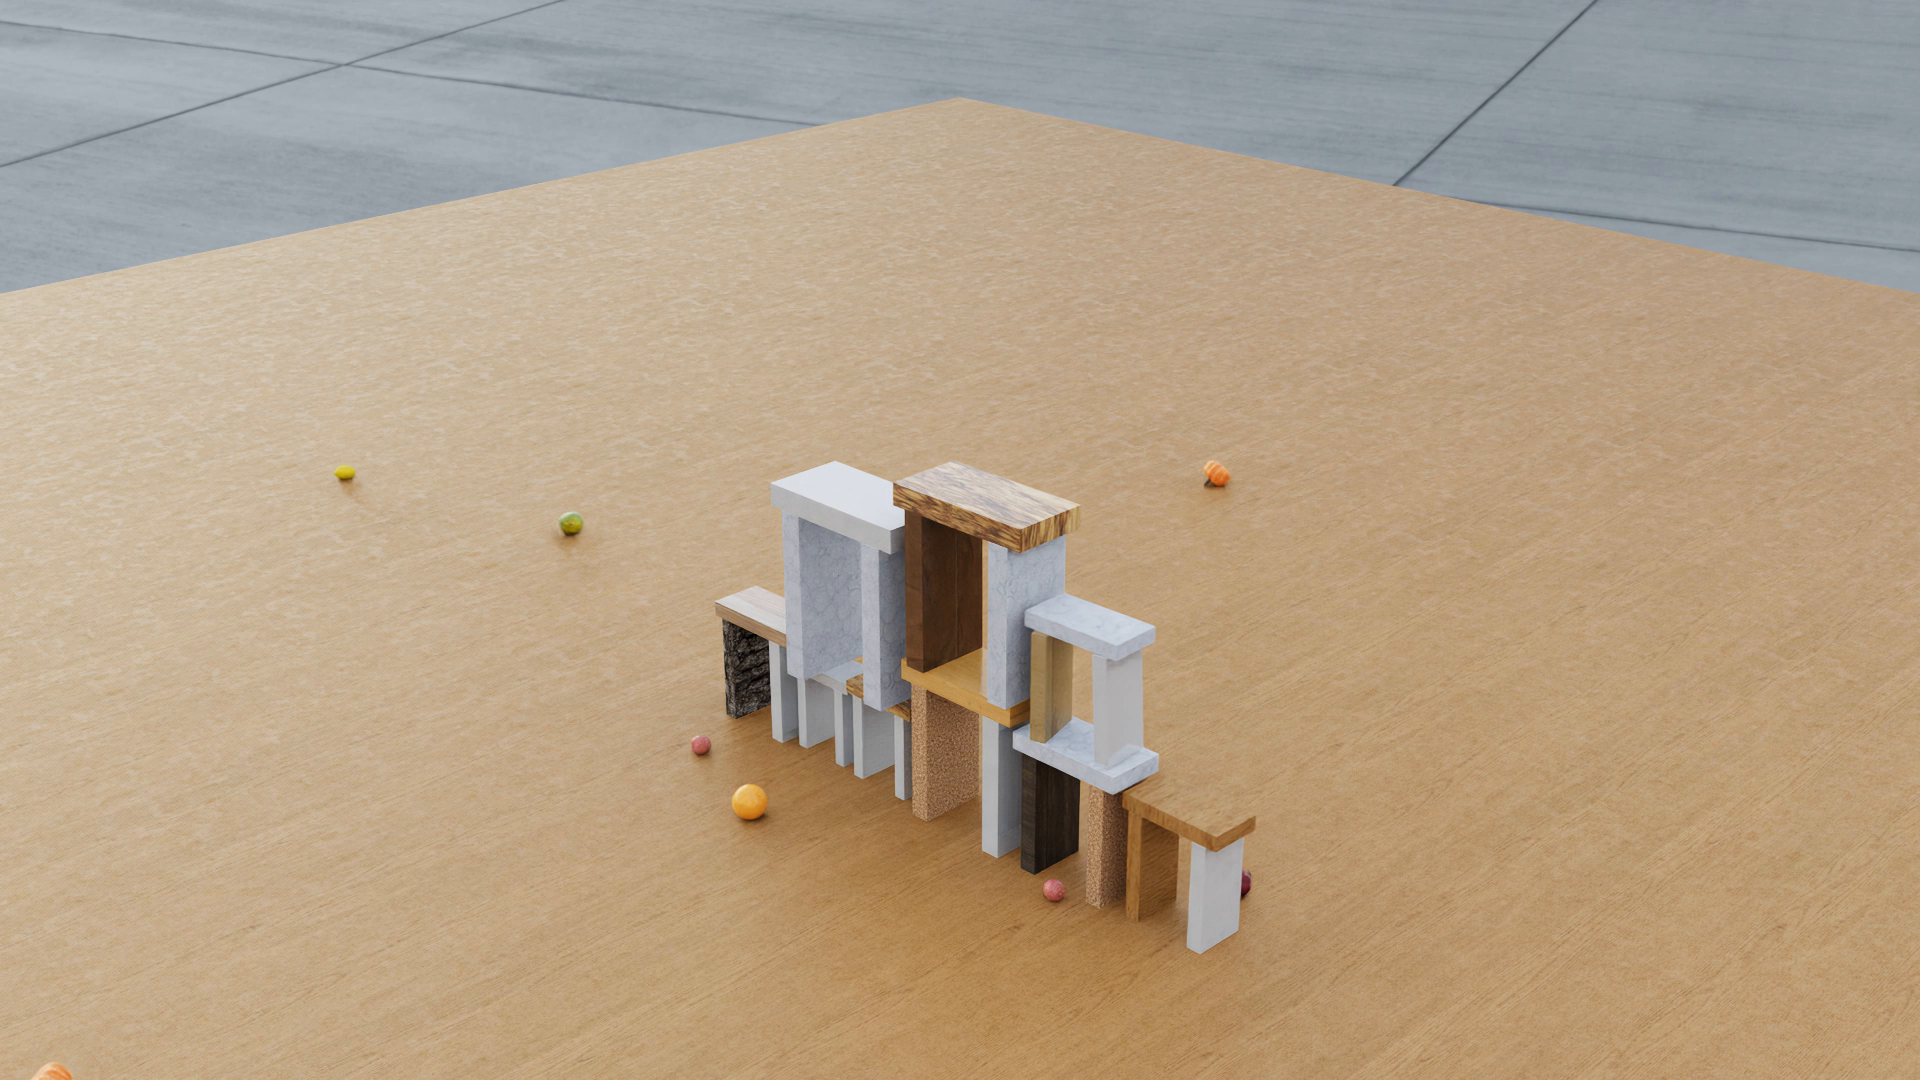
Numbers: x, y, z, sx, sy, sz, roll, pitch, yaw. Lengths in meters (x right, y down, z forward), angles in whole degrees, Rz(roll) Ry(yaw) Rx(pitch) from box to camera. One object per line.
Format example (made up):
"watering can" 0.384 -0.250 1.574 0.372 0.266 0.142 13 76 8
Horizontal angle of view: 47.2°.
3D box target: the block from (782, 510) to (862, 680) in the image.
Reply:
"block" -0.281 0.092 4.563 0.050 0.368 0.176 21 30 40

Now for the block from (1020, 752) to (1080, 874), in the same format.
"block" 0.175 0.507 4.242 0.036 0.254 0.127 21 31 41

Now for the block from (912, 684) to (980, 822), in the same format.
"block" -0.029 0.404 4.429 0.042 0.297 0.148 21 31 41

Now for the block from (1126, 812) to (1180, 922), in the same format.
"block" 0.359 0.589 4.088 0.111 0.222 0.031 -21 31 -41

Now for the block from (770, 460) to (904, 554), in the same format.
"block" -0.197 -0.068 4.404 0.353 0.050 0.176 21 31 41

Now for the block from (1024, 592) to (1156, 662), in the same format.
"block" 0.238 0.158 4.037 0.221 0.031 0.111 20 30 40

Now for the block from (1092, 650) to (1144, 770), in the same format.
"block" 0.290 0.297 4.033 0.031 0.221 0.111 15 27 38

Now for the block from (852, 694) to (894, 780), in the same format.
"block" -0.178 0.395 4.588 0.094 0.188 0.027 -21 31 -40

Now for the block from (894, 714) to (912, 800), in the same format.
"block" -0.090 0.430 4.506 0.027 0.188 0.094 21 31 41

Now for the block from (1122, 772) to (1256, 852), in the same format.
"block" 0.415 0.492 3.991 0.111 0.031 0.222 -21 30 -40

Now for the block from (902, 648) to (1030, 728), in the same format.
"block" 0.042 0.275 4.299 0.148 0.042 0.297 -21 31 -41

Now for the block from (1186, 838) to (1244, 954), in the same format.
"block" 0.464 0.630 3.992 0.111 0.222 0.031 -21 31 -41

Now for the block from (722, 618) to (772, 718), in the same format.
"block" -0.462 0.265 4.836 0.033 0.234 0.117 21 31 41

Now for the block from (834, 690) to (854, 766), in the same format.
"block" -0.223 0.383 4.635 0.025 0.175 0.087 21 31 41

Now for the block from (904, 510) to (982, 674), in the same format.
"block" -0.030 0.078 4.285 0.047 0.330 0.165 21 31 41

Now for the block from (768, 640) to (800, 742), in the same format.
"block" -0.352 0.308 4.734 0.033 0.234 0.117 21 31 41

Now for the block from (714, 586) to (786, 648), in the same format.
"block" -0.407 0.164 4.733 0.234 0.033 0.117 21 31 41

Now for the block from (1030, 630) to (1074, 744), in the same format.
"block" 0.172 0.258 4.127 0.031 0.221 0.111 13 26 27

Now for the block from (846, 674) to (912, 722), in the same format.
"block" -0.135 0.314 4.504 0.188 0.027 0.094 21 31 41

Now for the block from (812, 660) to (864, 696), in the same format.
"block" -0.264 0.275 4.634 0.087 0.025 0.175 -21 31 -40

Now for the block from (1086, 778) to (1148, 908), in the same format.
"block" 0.295 0.553 4.132 0.036 0.254 0.127 21 31 41

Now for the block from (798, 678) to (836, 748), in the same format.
"block" -0.305 0.351 4.711 0.025 0.175 0.087 21 31 41

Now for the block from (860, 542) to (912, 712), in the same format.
"block" -0.114 0.150 4.406 0.050 0.353 0.176 21 31 40

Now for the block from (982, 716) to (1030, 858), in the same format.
"block" 0.111 0.459 4.300 0.042 0.297 0.148 21 31 41

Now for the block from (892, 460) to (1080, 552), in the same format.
"block" 0.048 -0.066 4.142 0.330 0.047 0.165 21 31 40

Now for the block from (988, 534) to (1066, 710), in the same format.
"block" 0.125 0.138 4.144 0.047 0.330 0.165 20 30 39

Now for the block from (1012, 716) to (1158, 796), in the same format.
"block" 0.235 0.397 4.130 0.127 0.036 0.254 -21 31 -41
